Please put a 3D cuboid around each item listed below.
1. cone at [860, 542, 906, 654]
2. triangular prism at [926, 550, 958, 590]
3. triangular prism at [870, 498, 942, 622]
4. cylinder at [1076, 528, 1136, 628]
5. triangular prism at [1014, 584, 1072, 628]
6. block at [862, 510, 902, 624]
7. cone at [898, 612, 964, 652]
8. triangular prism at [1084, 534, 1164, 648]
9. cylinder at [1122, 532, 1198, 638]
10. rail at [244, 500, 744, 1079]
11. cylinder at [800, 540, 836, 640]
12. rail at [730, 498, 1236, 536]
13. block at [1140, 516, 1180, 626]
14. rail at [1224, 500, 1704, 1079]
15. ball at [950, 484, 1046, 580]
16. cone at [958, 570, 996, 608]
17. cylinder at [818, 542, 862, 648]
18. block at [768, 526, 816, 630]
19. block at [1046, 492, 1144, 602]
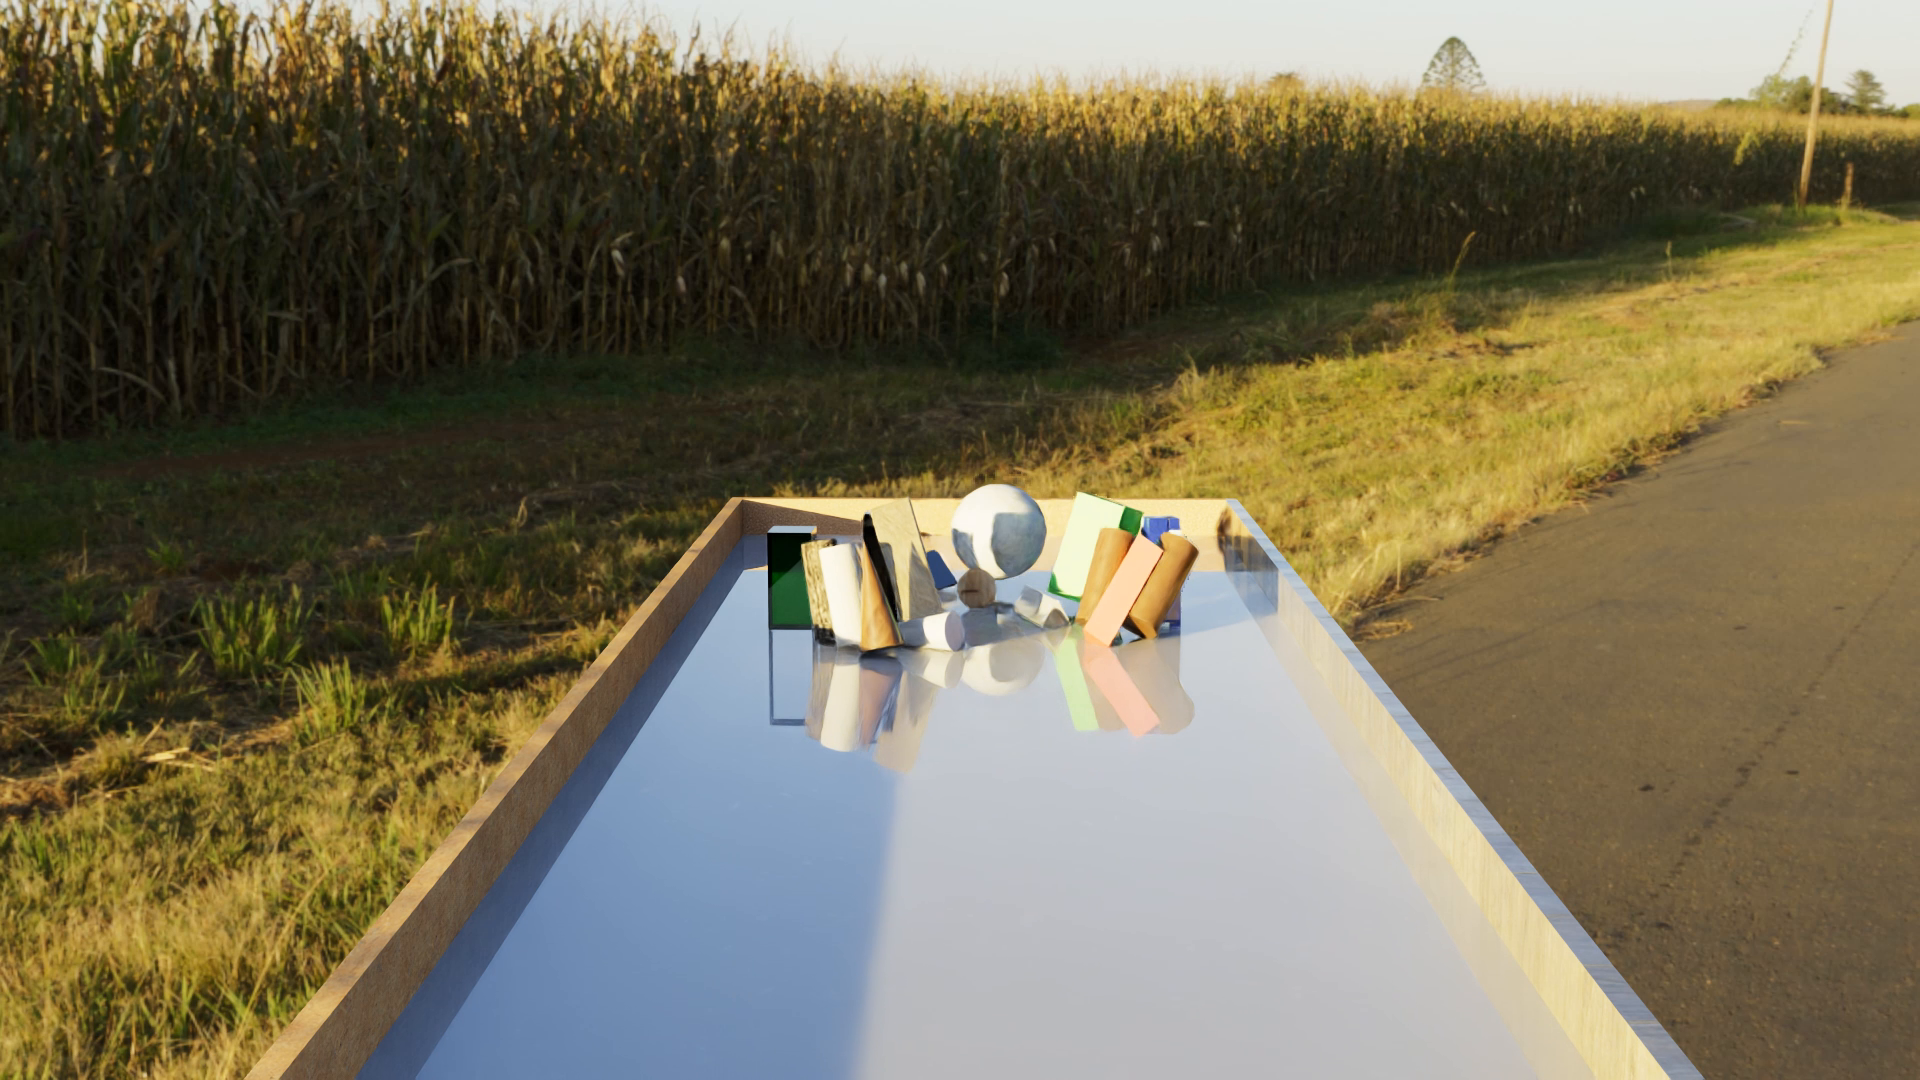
[{"bbox_3d":[-0.268,0.165,6.774,0.141,0.346,0.141,-10,-6,-1],"label":"cone"},{"bbox_3d":[-0.166,0.123,7.755,0.146,0.127,0.373,-3,6,28],"label":"triangular prism"},{"bbox_3d":[-0.153,0.095,7.025,0.133,0.439,0.116,-17,-6,10],"label":"triangular prism"},{"bbox_3d":[0.473,0.129,7.117,0.125,0.317,0.125,15,-16,4],"label":"cylinder"},{"bbox_3d":[0.272,0.217,7.350,0.099,0.086,0.307,-3,9,-17],"label":"triangular prism"},{"bbox_3d":[-0.253,0.096,7.182,0.110,0.381,0.110,1,9,10],"label":"block"},{"bbox_3d":[-0.212,0.297,6.934,0.447,0.126,0.126,-4,6,29],"label":"cone"},{"bbox_3d":[0.505,0.166,6.980,0.098,0.373,0.085,35,-20,-10],"label":"triangular prism"},{"bbox_3d":[0.634,0.146,7.038,0.139,0.317,0.139,25,-22,11],"label":"cylinder"},{"bbox_3d":[-1.004,0.839,3.234,0.050,0.150,12.000,0,9,1],"label":"rail"},{"bbox_3d":[-0.426,0.158,6.974,0.114,0.306,0.114,-9,-3,-1],"label":"cylinder"},{"bbox_3d":[0.099,-0.098,9.147,2.100,0.150,0.050,0,9,1],"label":"rail"},{"bbox_3d":[0.657,0.102,7.213,0.105,0.353,0.105,-2,5,-11],"label":"block"},{"bbox_3d":[1.046,0.843,3.208,0.050,0.150,12.000,0,9,1],"label":"rail"},{"bbox_3d":[0.138,-0.030,7.841,0.343,0.343,0.343,0,9,0],"label":"ball"},{"bbox_3d":[0.094,0.167,7.737,0.138,0.138,0.444,1,0,9],"label":"cone"},{"bbox_3d":[-0.353,0.171,6.871,0.124,0.310,0.124,-11,-1,0],"label":"cylinder"},{"bbox_3d":[-0.549,0.123,7.208,0.143,0.320,0.143,1,9,3],"label":"block"},{"bbox_3d":[0.460,0.040,7.440,0.178,0.352,0.178,19,4,28],"label":"block"}]
